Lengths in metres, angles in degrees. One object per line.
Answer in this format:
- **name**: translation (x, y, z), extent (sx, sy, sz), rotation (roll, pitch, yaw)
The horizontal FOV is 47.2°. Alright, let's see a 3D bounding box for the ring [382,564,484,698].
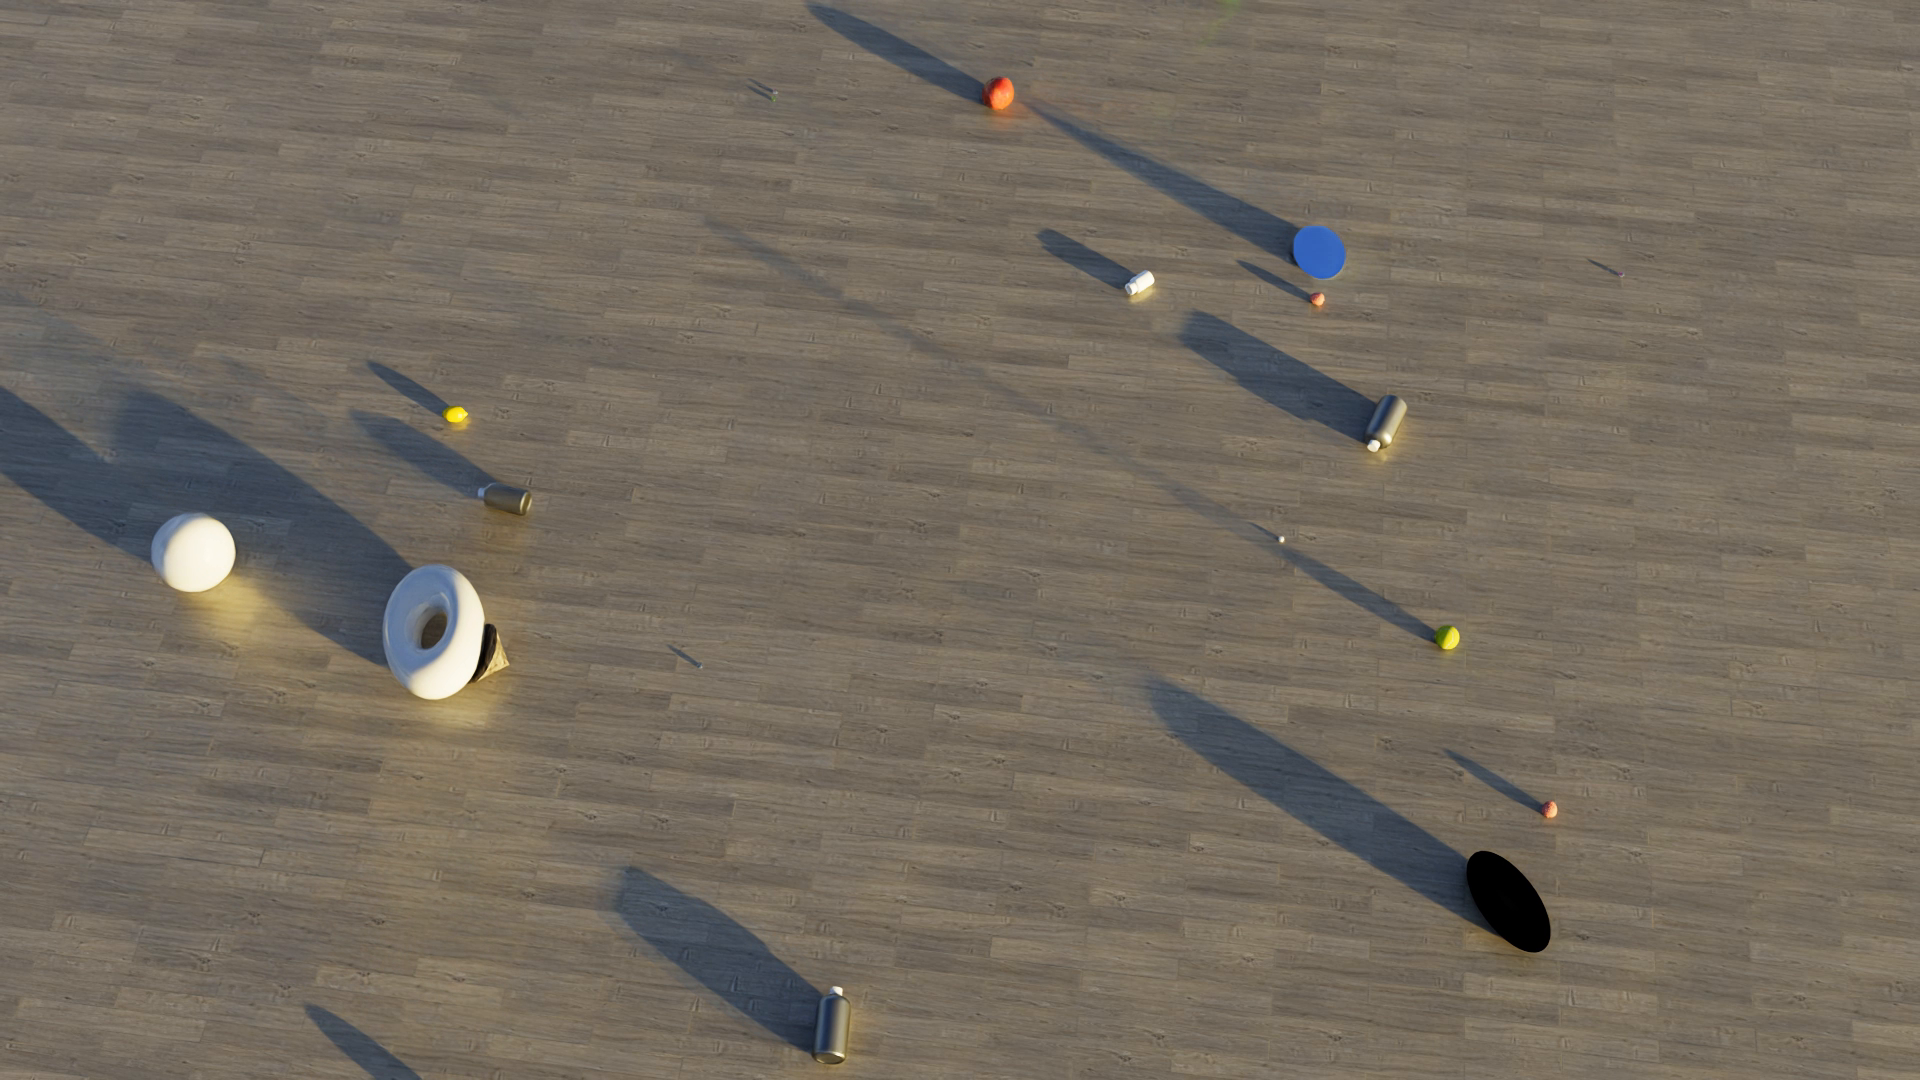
- **ring**: translation (-1.506, 0.259, 6.295), extent (0.296, 0.144, 0.447), rotation (-18, 53, 4)

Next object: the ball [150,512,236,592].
- **ball**: translation (-2.235, 0.037, 6.409), extent (0.232, 0.232, 0.232), rotation (0, 56, 0)

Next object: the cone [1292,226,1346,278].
- **cone**: translation (1.198, -0.954, 7.170), extent (0.187, 0.168, 0.145), rotation (38, 33, 15)

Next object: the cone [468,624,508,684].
- **cone**: translation (-1.334, 0.342, 6.305), extent (0.097, 0.178, 0.185), rotation (26, 39, -35)

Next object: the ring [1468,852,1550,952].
- **ring**: translation (1.458, 0.961, 5.850), extent (0.139, 0.134, 0.310), rotation (-26, 59, -13)
